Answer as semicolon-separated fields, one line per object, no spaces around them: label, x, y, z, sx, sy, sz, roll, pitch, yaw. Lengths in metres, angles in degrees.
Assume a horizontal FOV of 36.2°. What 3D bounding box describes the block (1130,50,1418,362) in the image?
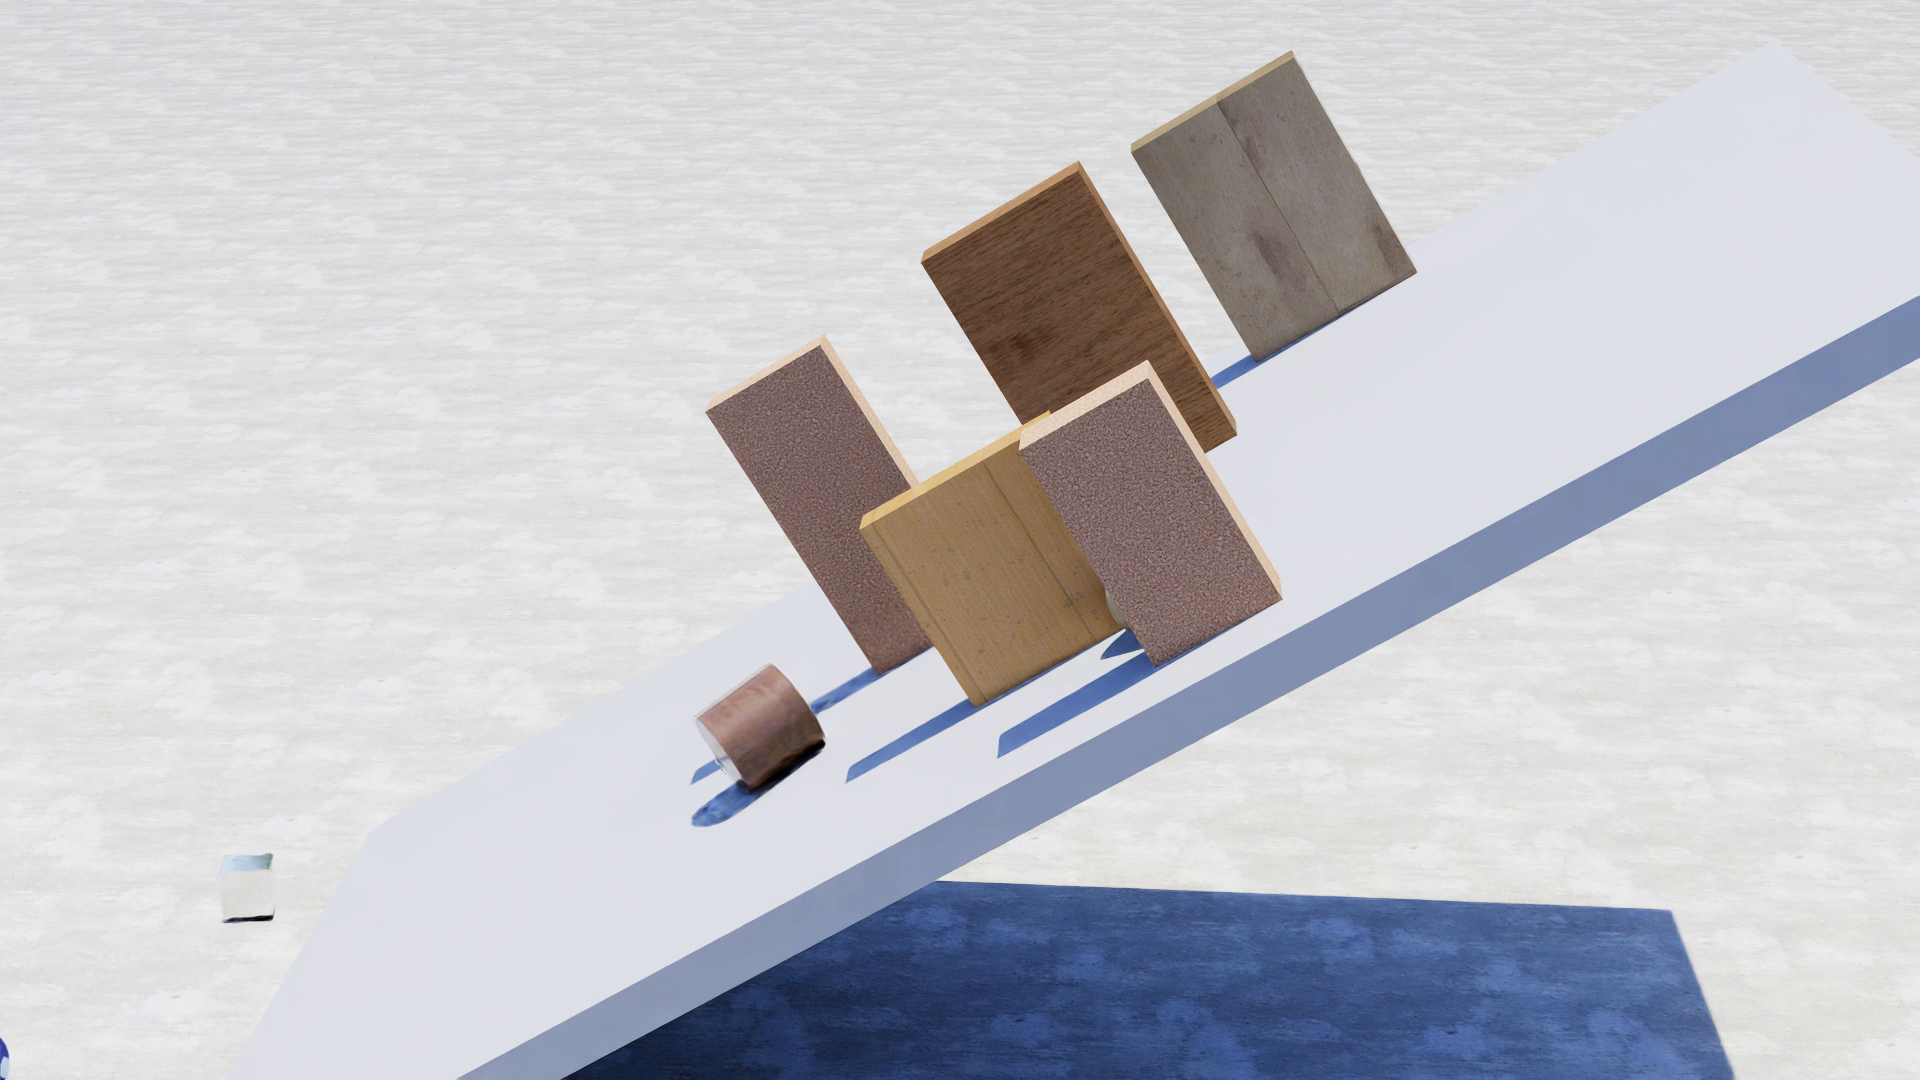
block;0.722;-0.763;6.761;0.424;0.576;0.102;-29;15;13

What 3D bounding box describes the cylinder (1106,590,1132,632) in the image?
cylinder;0.368;0.099;5.593;0.129;0.129;0.129;-18;2;44

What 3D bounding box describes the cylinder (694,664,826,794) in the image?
cylinder;-0.417;0.394;6.128;0.195;0.195;0.195;-36;30;-13

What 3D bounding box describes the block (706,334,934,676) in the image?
block;-0.231;-0.070;6.265;0.287;0.689;0.088;-29;15;13

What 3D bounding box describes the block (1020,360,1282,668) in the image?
block;0.351;-0.046;5.386;0.268;0.487;0.119;-29;15;13

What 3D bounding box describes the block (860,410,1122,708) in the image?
block;0.101;0.041;5.731;0.424;0.432;0.087;-29;15;13

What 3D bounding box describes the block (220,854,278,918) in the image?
block;-1.784;0.867;7.377;0.121;0.121;0.121;-3;13;-7

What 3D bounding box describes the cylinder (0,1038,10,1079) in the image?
cylinder;-2.239;1.146;6.473;0.204;0.204;0.204;15;24;36

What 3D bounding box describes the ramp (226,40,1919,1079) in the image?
ramp;0.141;0.169;6.288;4.000;0.100;2.000;-29;15;13

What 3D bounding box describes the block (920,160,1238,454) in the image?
block;0.263;-0.431;6.425;0.394;0.681;0.108;-29;15;13
